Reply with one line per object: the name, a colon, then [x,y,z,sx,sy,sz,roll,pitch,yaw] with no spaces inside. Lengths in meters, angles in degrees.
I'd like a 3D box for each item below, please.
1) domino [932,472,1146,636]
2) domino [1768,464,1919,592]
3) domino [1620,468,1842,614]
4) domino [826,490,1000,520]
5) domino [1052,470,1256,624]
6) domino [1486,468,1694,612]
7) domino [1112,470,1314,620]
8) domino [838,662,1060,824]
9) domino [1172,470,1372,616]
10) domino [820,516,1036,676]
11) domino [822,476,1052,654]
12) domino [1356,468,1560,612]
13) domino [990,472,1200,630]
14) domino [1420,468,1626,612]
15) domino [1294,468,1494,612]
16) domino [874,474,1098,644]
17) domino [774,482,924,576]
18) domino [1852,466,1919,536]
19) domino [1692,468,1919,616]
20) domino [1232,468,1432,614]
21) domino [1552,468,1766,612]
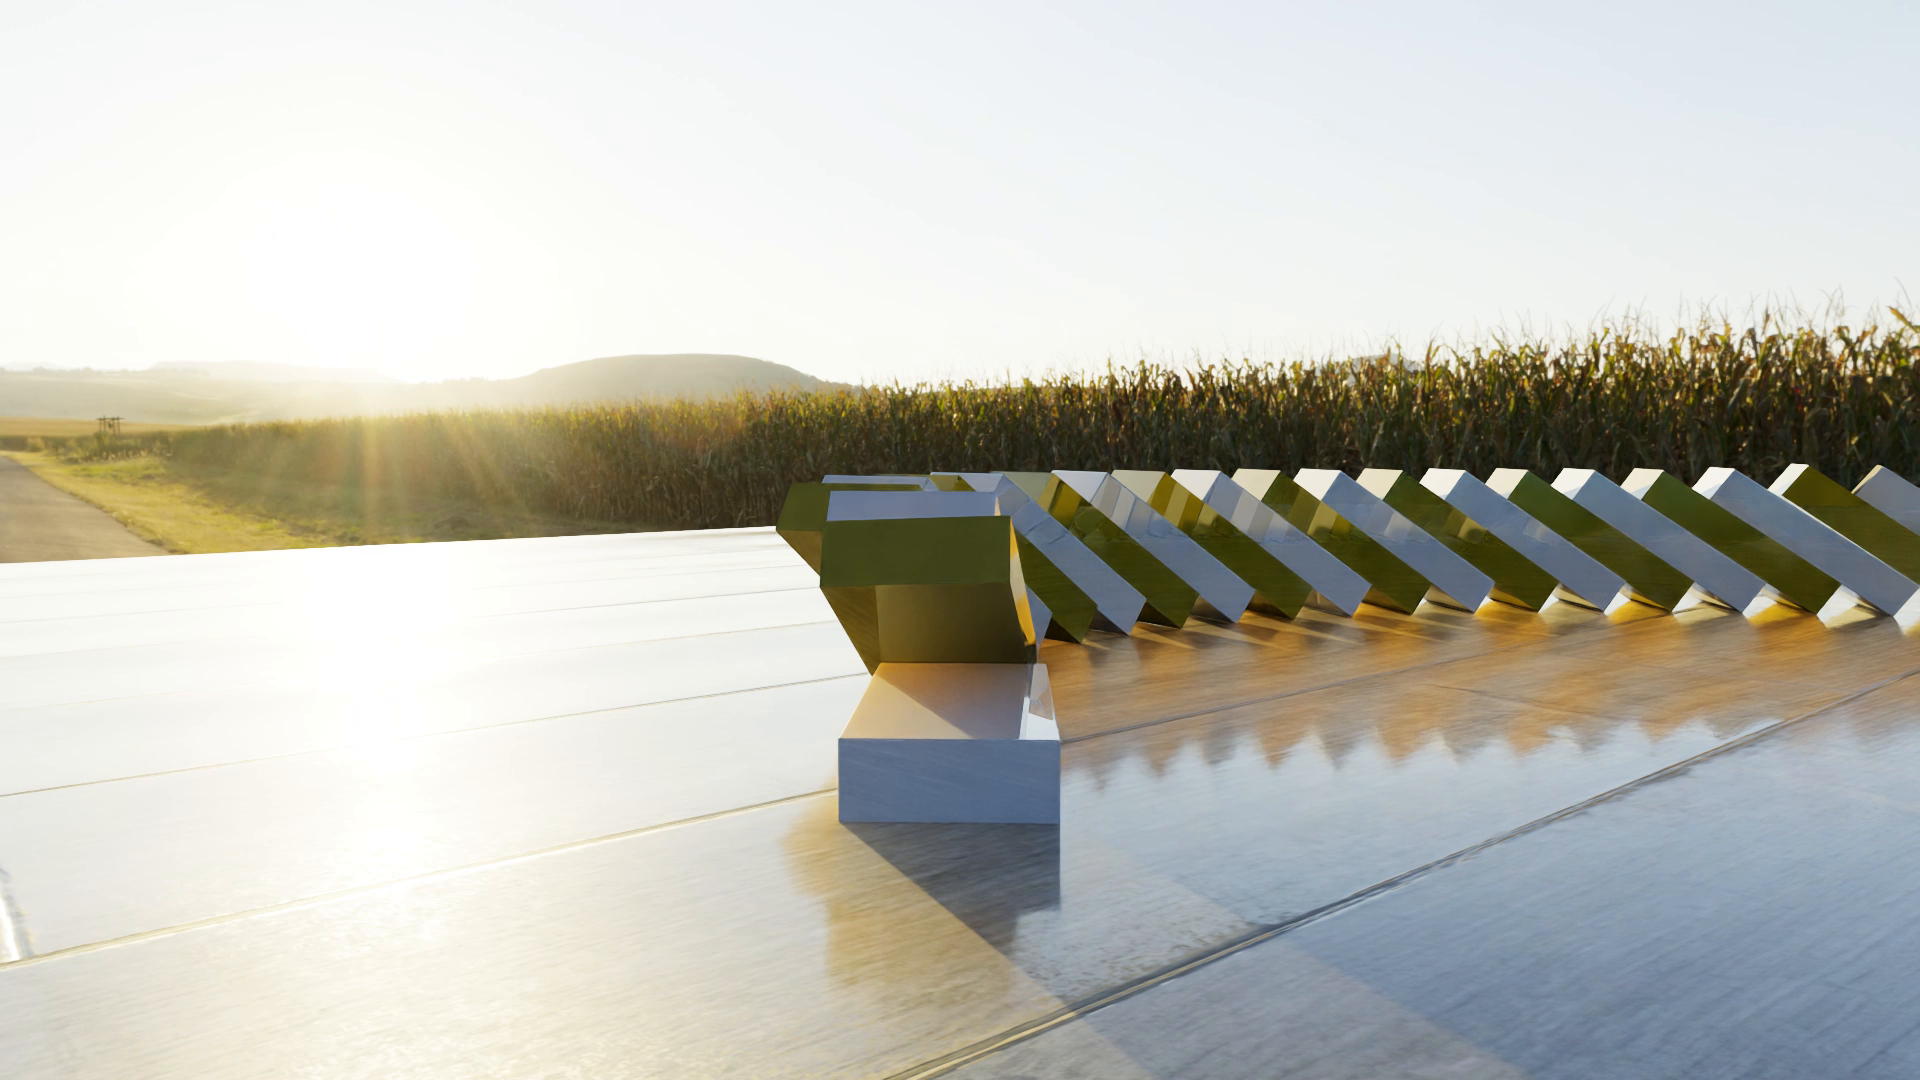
domino: [0.016,0.003,0.282,0.050,0.009,0.025,39,-19,-32]
domino: [0.234,-0.001,0.328,0.050,0.010,0.025,40,18,17]
domino: [0.199,0.000,0.335,0.050,0.009,0.025,35,11,8]
domino: [-0.005,0.009,0.210,0.025,0.009,0.050,1,-29,8]
domino: [0.044,0.002,0.305,0.050,0.010,0.025,36,-11,-23]
domino: [0.163,-0.001,0.337,0.050,0.009,0.025,34,7,2]
domino: [0.059,0.001,0.314,0.050,0.010,0.025,35,-8,-19]
domino: [0.000,0.025,0.169,0.025,0.009,0.050,0,4,2]
domino: [0.076,0.000,0.321,0.050,0.009,0.025,34,-5,-15]
domino: [-0.003,0.012,0.190,0.025,0.009,0.050,-2,-25,7]
domino: [-0.005,0.005,0.252,0.025,0.009,0.050,3,-30,37]
domino: [0.127,0.000,0.334,0.050,0.009,0.025,34,2,-5]
domino: [0.029,0.002,0.294,0.050,0.010,0.025,37,-15,-27]
domino: [0.145,-0.001,0.336,0.050,0.009,0.025,34,4,-2]
domino: [0.110,0.000,0.331,0.050,0.009,0.025,34,0,-8]
domino: [0.004,0.004,0.268,0.025,0.010,0.050,4,-29,46]
domino: [-0.010,0.007,0.233,0.025,0.009,0.050,2,-29,27]
domino: [0.251,0.000,0.322,0.050,0.009,0.025,42,24,23]
domino: [0.217,0.000,0.332,0.050,0.010,0.025,37,14,12]
domino: [0.093,0.000,0.327,0.050,0.010,0.025,34,-3,-12]
domino: [0.181,-0.001,0.336,0.050,0.010,0.025,35,9,5]
